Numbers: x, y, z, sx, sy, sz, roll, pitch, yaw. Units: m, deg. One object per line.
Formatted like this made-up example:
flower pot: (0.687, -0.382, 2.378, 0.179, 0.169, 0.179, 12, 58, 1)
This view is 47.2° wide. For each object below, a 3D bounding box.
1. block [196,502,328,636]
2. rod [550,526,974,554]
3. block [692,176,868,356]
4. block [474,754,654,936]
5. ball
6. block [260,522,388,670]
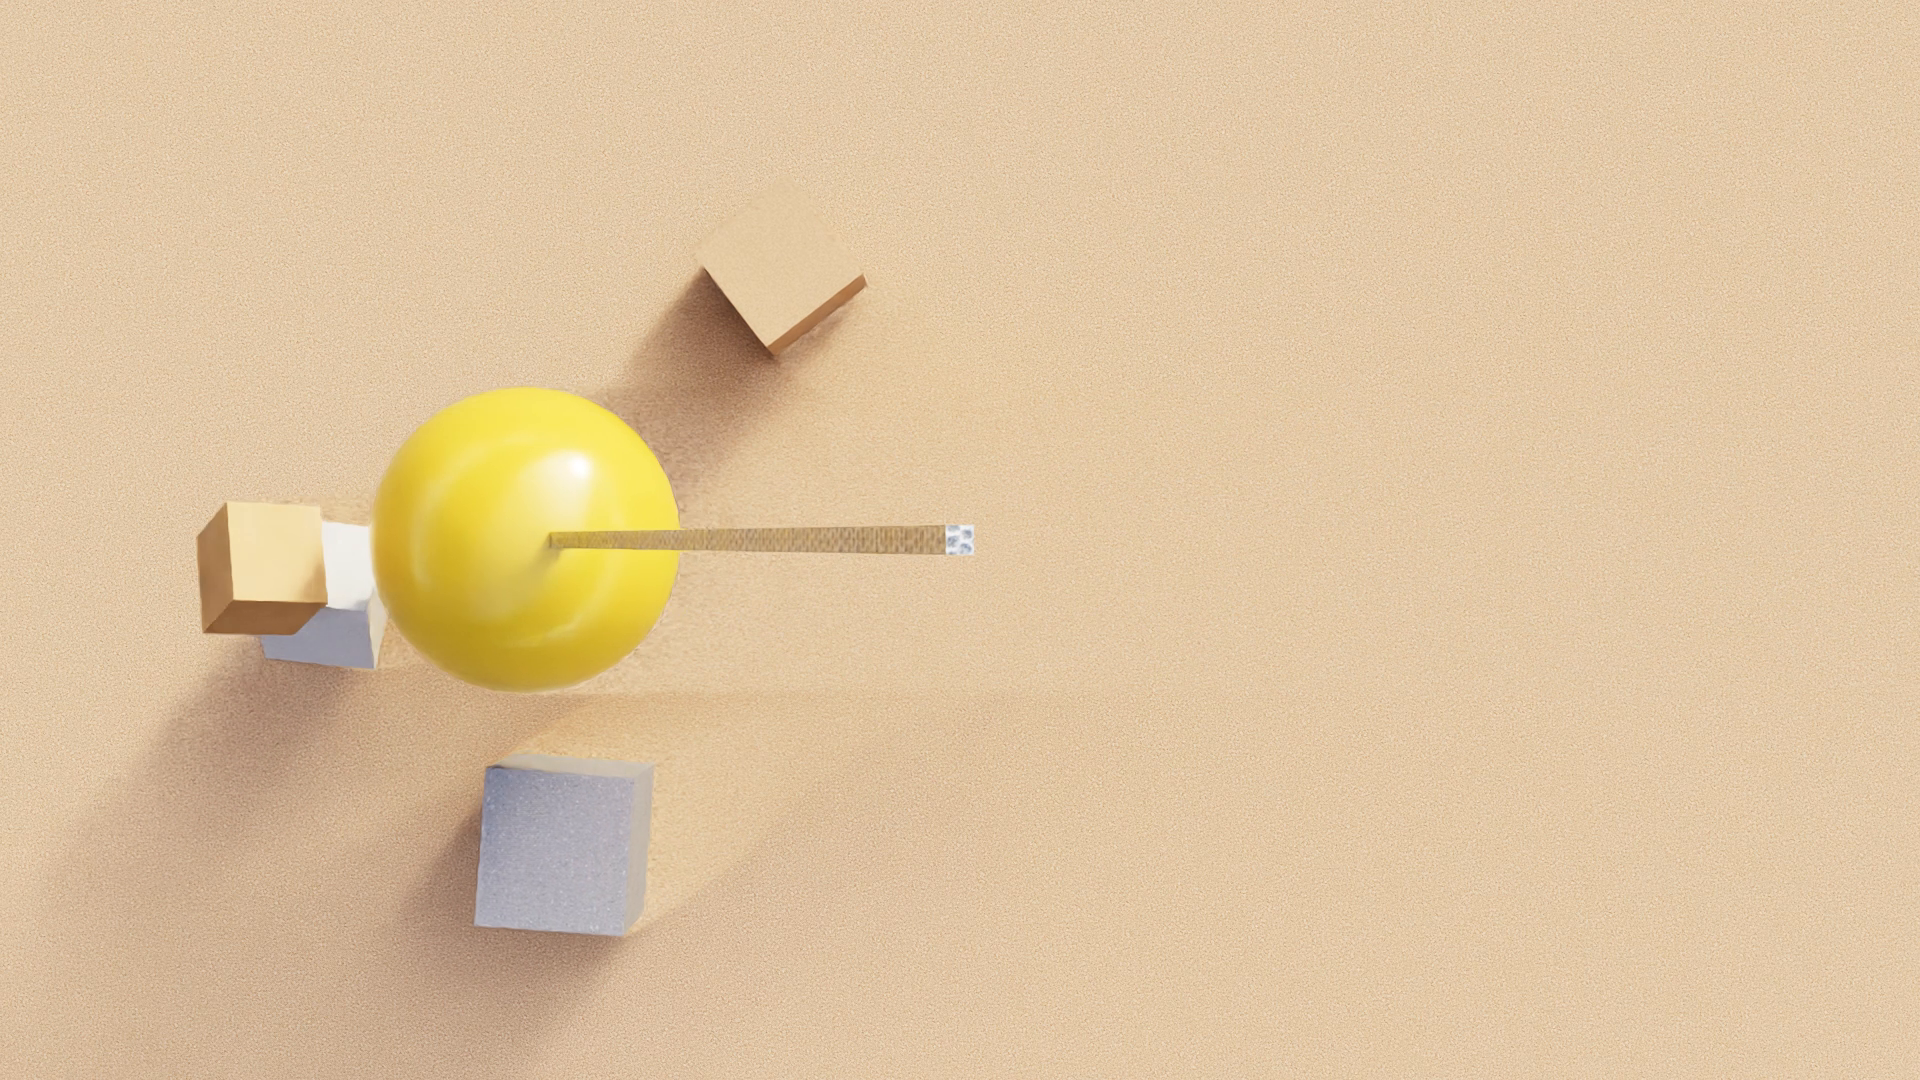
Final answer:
block: (-3.697, 0.157, 11.641, 0.490, 0.524, 0.541, 3, 67, -36)
rod: (-0.978, 0.000, 8.294, 0.080, 5.200, 0.080, 0, 90, -22)
block: (-1.032, -1.571, 12.697, 0.688, 0.607, 0.696, -38, 90, 0)
block: (-2.249, 1.730, 12.596, 0.827, 0.808, 0.880, 4, 90, 0)
ball: (-2.258, 0.000, 11.445, 1.600, 1.600, 1.600, 0, 90, 0)
block: (-3.620, 0.306, 12.550, 0.619, 0.635, 0.559, 7, 55, -6)
